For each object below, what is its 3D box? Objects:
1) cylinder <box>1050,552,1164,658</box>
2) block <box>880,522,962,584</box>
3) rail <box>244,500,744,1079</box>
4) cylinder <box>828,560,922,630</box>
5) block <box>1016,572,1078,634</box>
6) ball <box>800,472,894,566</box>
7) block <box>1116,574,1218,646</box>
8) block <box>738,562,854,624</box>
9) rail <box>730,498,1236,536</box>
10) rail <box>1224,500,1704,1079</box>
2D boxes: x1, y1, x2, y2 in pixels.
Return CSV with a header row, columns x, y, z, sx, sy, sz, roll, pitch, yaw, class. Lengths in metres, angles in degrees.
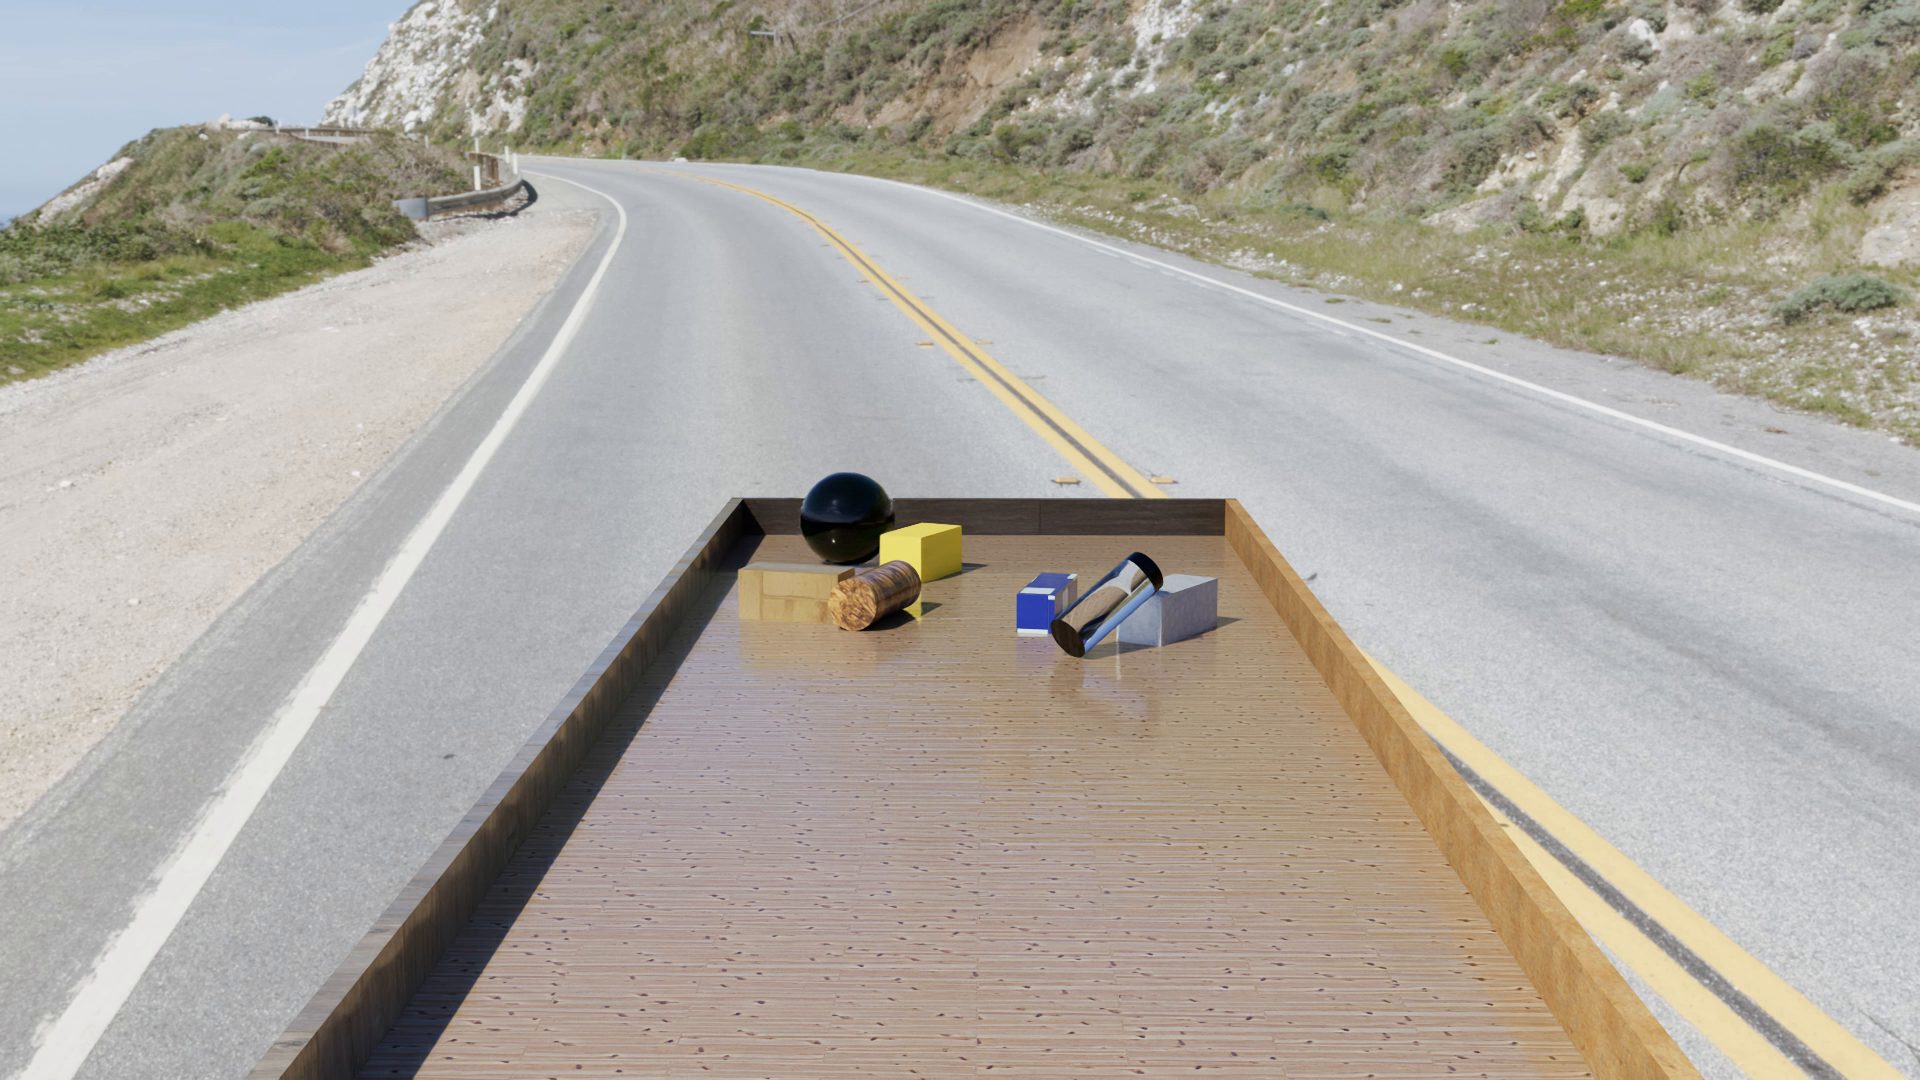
x,y,z,sx,sy,sz,roll,pitch,yaw,class
0.456,0.198,6.800,0.370,0.143,0.143,-39,29,-28,cylinder
-0.143,0.047,8.169,0.170,0.170,0.326,5,10,27,block
-1.004,0.839,3.234,0.050,0.150,12.000,0,9,1,rail
-0.281,0.181,7.325,0.169,0.169,0.409,3,10,20,cylinder
0.291,0.208,7.302,0.125,0.125,0.419,2,9,13,block
-0.429,-0.081,8.374,0.360,0.360,0.360,0,9,0,ball
0.671,0.223,7.095,0.159,0.159,0.396,6,11,32,block
-0.546,0.176,7.370,0.353,0.166,0.166,3,9,17,block
0.099,-0.098,9.147,2.100,0.150,0.050,0,9,1,rail
1.046,0.843,3.208,0.050,0.150,12.000,0,9,1,rail
